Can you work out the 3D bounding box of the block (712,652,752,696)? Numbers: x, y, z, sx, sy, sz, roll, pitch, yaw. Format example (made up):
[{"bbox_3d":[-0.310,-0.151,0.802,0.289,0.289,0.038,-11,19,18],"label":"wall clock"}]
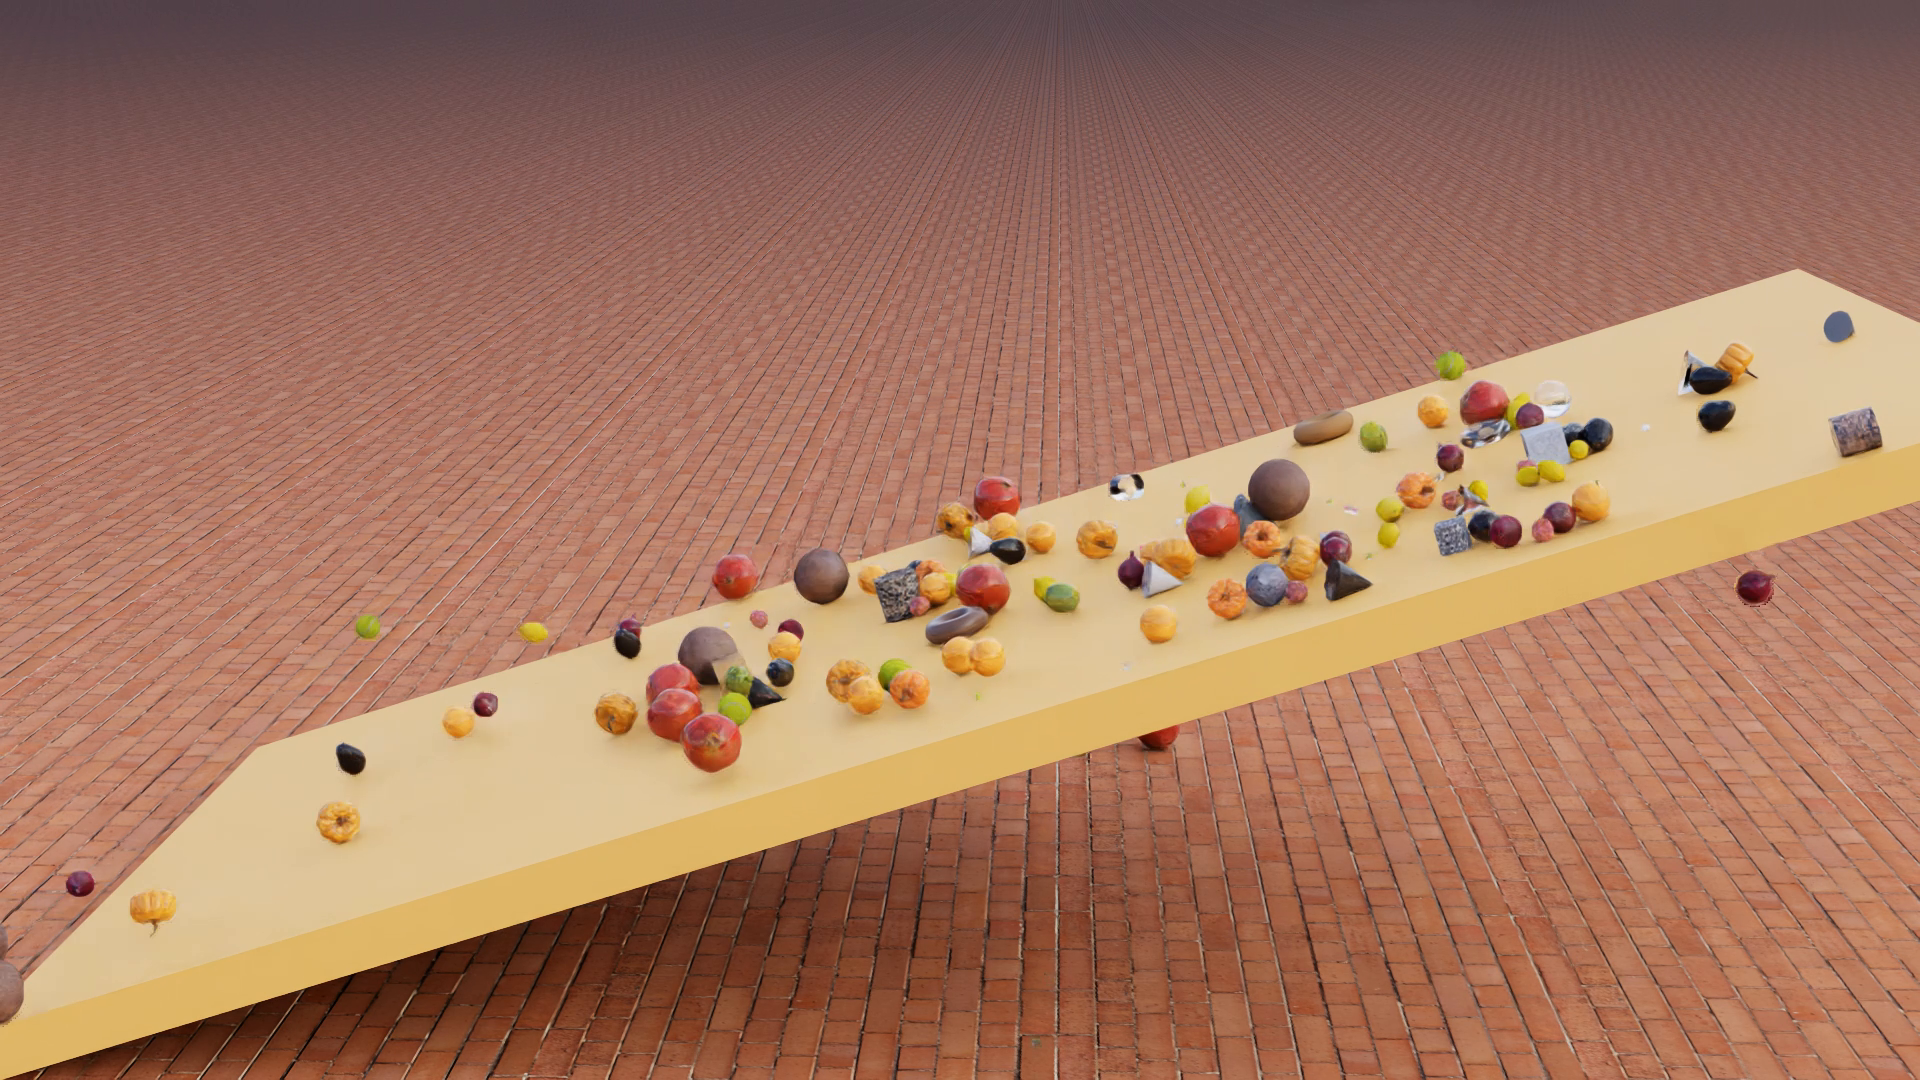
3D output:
[{"bbox_3d":[-0.488,0.287,6.307,0.068,0.068,0.068,-19,10,-6],"label":"block"}]

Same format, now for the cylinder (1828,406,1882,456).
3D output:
[{"bbox_3d":[1.592,-0.193,5.232,0.073,0.073,0.073,-16,9,9],"label":"cylinder"}]

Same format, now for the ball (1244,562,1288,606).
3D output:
[{"bbox_3d":[0.575,0.084,5.510,0.081,0.081,0.081,0,12,0],"label":"ball"}]

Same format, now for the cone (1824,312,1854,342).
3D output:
[{"bbox_3d":[1.864,-0.443,6.185,0.067,0.067,0.067,8,3,-42],"label":"cone"}]

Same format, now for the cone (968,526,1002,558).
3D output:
[{"bbox_3d":[0.062,0.011,6.891,0.078,0.078,0.078,8,11,-7],"label":"cone"}]

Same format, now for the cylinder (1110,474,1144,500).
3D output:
[{"bbox_3d":[0.395,-0.125,6.963,0.060,0.060,0.060,-8,3,-35],"label":"cylinder"}]

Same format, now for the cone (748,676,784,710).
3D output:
[{"bbox_3d":[-0.394,0.323,6.063,0.071,0.071,0.071,10,13,7],"label":"cone"}]

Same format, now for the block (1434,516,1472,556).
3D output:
[{"bbox_3d":[0.917,-0.007,5.473,0.054,0.054,0.054,-15,11,17],"label":"block"}]

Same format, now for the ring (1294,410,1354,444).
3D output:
[{"bbox_3d":[0.856,-0.266,6.934,0.146,0.049,0.146,-18,9,3],"label":"ring"}]

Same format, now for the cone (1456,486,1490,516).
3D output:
[{"bbox_3d":[1.004,-0.072,5.734,0.062,0.062,0.062,8,11,-5],"label":"cone"}]

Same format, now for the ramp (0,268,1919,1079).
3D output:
[{"bbox_3d":[0.101,0.183,6.310,4.000,0.100,2.000,-17,10,5],"label":"ramp"}]

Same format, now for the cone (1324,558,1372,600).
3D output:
[{"bbox_3d":[0.724,0.077,5.417,0.081,0.081,0.081,7,10,-11],"label":"cone"}]

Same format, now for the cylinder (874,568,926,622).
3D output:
[{"bbox_3d":[-0.133,0.121,6.489,0.094,0.094,0.094,-18,10,3],"label":"cylinder"}]

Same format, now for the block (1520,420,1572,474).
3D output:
[{"bbox_3d":[1.175,-0.187,5.903,0.077,0.077,0.077,-17,10,7],"label":"block"}]

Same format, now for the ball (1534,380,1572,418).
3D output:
[{"bbox_3d":[1.274,-0.302,6.321,0.081,0.081,0.081,0,12,0],"label":"ball"}]

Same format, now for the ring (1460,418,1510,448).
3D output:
[{"bbox_3d":[1.129,-0.231,6.319,0.111,0.037,0.111,-19,11,4],"label":"ring"}]

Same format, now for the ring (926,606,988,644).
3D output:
[{"bbox_3d":[-0.007,0.177,6.122,0.137,0.046,0.137,-19,11,4],"label":"ring"}]

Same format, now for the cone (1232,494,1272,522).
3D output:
[{"bbox_3d":[0.625,-0.050,6.241,0.083,0.083,0.083,14,15,16],"label":"cone"}]

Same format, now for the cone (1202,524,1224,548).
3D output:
[{"bbox_3d":[0.525,-0.014,6.191,0.050,0.050,0.050,-18,10,3],"label":"cone"}]

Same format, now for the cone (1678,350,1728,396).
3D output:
[{"bbox_3d":[1.558,-0.341,6.141,0.097,0.097,0.097,10,13,5],"label":"cone"}]
